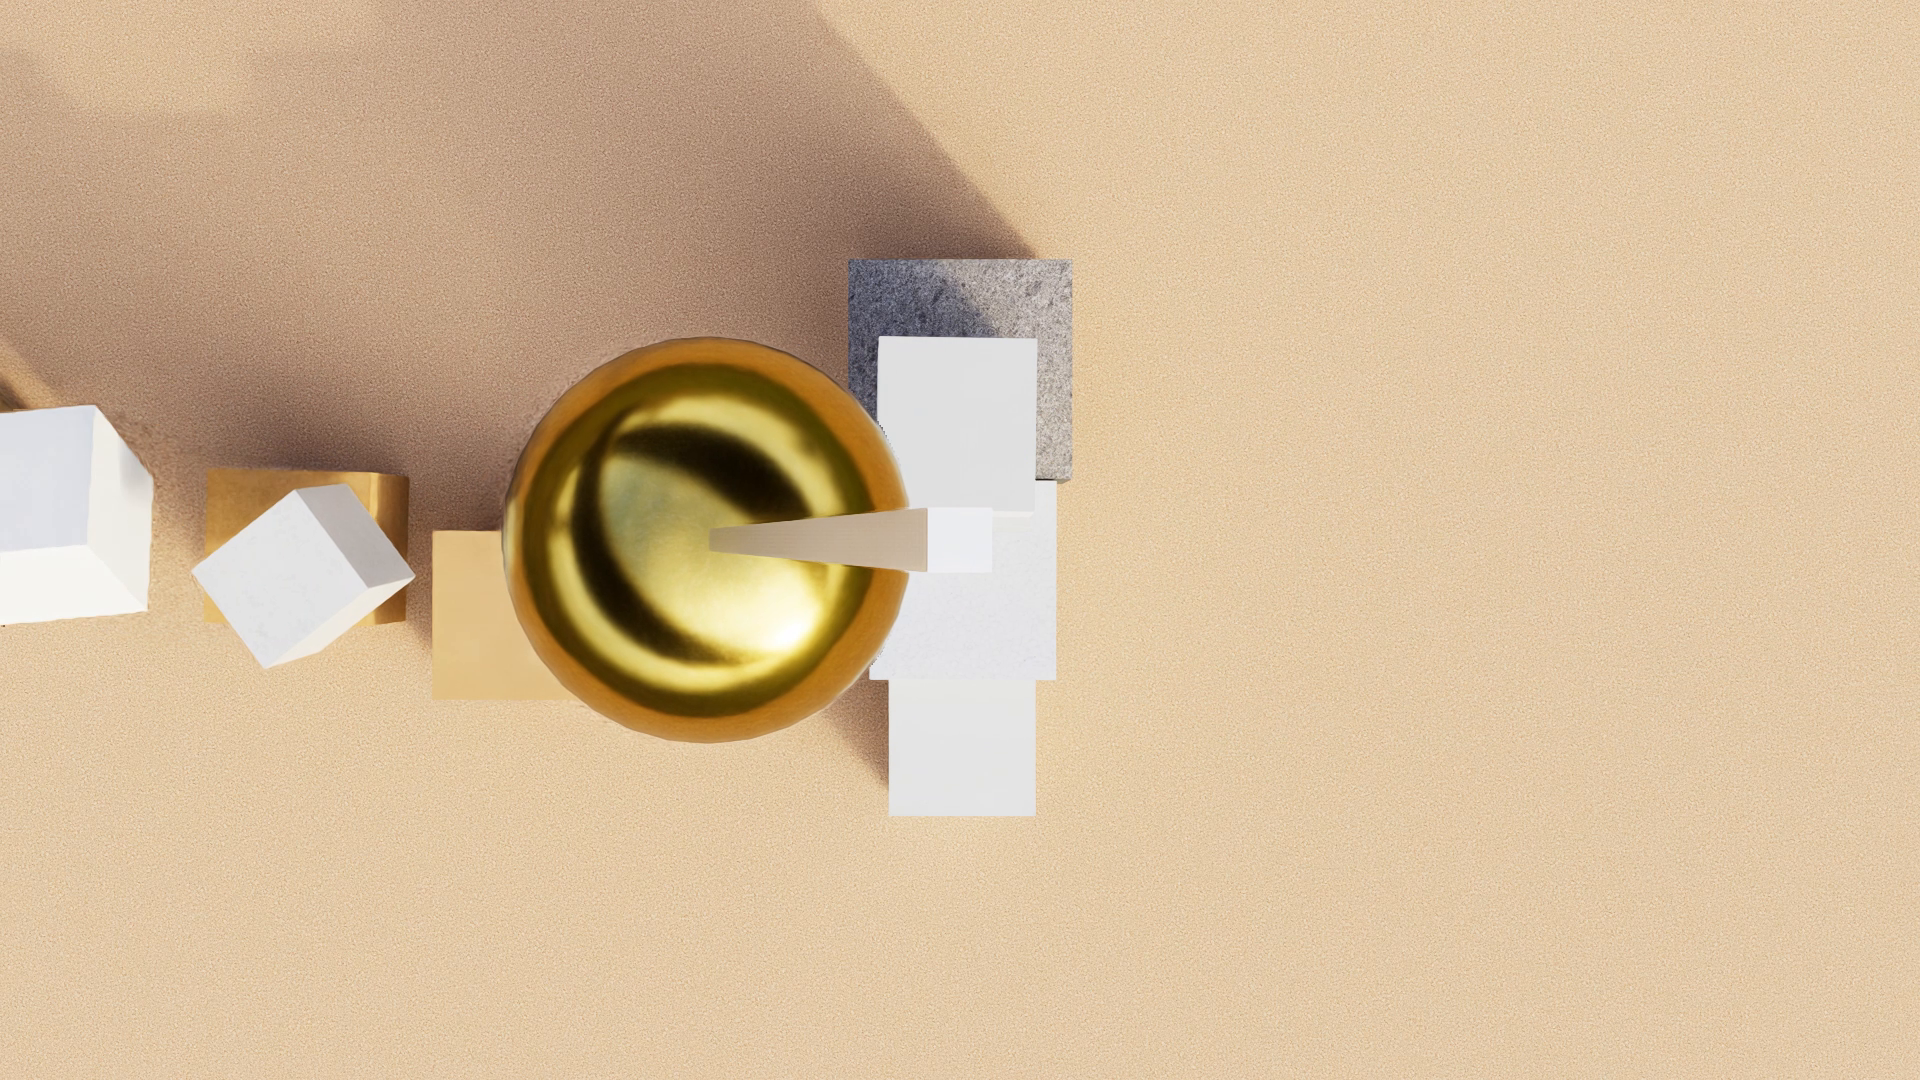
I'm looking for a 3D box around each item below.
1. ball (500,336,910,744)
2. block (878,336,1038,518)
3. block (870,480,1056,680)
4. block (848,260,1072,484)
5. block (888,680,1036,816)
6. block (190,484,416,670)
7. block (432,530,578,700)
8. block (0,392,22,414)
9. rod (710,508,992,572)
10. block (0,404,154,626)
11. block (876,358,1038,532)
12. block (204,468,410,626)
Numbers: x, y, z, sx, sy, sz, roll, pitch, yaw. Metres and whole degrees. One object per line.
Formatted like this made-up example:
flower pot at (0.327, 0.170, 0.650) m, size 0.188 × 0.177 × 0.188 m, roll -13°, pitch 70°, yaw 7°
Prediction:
ball at (-0.982, 0.000, 8.619) m, size 1.600 × 1.600 × 1.600 m, roll 0°, pitch 90°, yaw 0°
block at (-0.015, -0.537, 10.698) m, size 0.747 × 0.666 × 0.817 m, roll 1°, pitch 88°, yaw 0°
block at (0.017, 0.217, 12.444) m, size 1.008 × 1.113 × 1.076 m, roll 0°, pitch 90°, yaw 0°
block at (0.002, -0.926, 12.453) m, size 1.214 × 1.094 × 1.189 m, roll 0°, pitch 90°, yaw 0°
block at (0.012, 1.143, 12.558) m, size 0.807 × 0.884 × 0.756 m, roll 0°, pitch 90°, yaw 0°
block at (-3.490, 0.180, 11.747) m, size 0.707 × 0.735 × 0.639 m, roll -37°, pitch 90°, yaw 7°
block at (-2.441, 0.417, 12.586) m, size 0.958 × 0.828 × 0.934 m, roll 0°, pitch 90°, yaw 0°
block at (-5.824, -0.471, 12.636) m, size 0.880 × 0.727 × 0.804 m, roll 42°, pitch 90°, yaw 0°
rod at (-0.426, 0.000, 5.265) m, size 0.080 × 5.200 × 0.080 m, roll 0°, pitch 90°, yaw -9°
block at (-4.878, -0.111, 11.550) m, size 0.941 × 0.890 × 0.790 m, roll -6°, pitch 66°, yaw -2°
block at (-0.022, -0.501, 11.461) m, size 0.801 × 0.863 × 0.882 m, roll 1°, pitch 88°, yaw 0°
block at (-3.718, 0.041, 12.576) m, size 0.906 × 0.848 × 0.852 m, roll 2°, pitch 90°, yaw 0°
